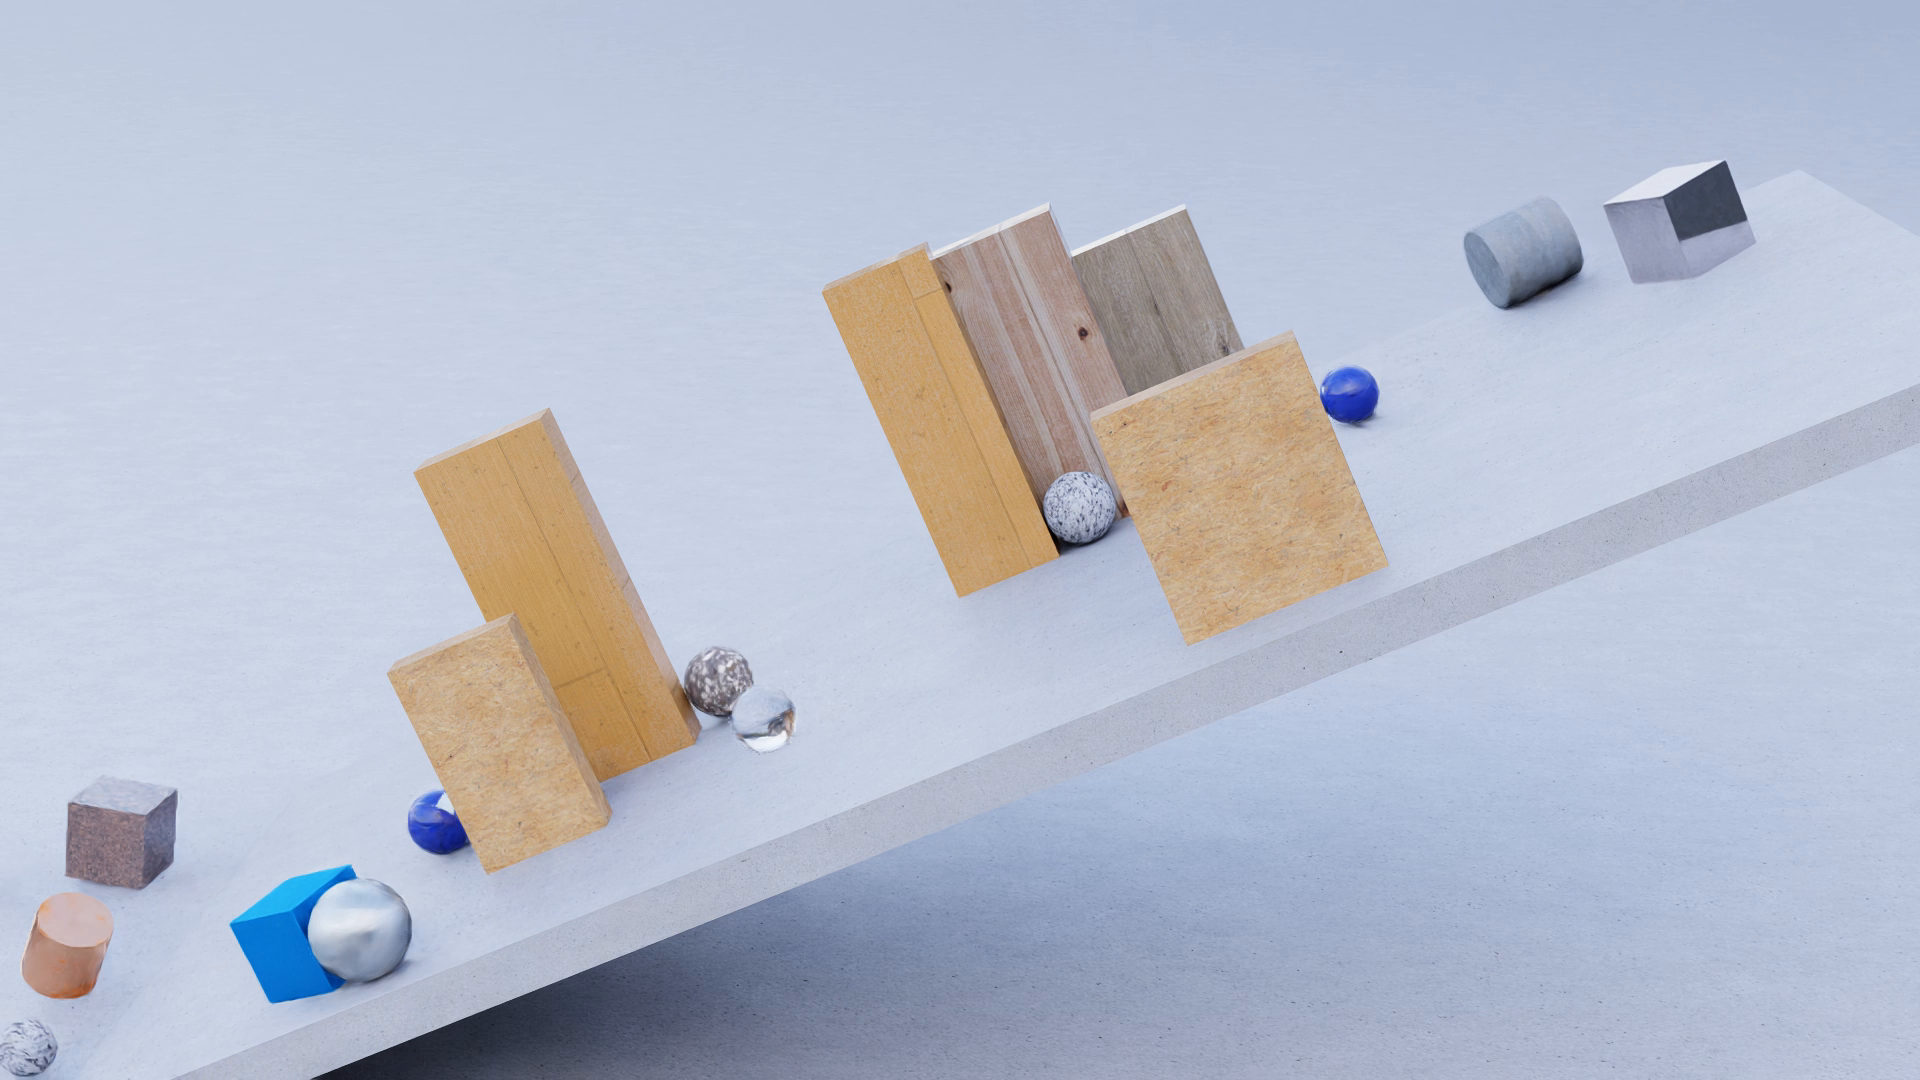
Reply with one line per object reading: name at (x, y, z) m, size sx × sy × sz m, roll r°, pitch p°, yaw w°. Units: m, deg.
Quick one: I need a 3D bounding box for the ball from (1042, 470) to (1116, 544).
ball at (0.262, -0.072, 6.441) m, size 0.160 × 0.160 × 0.160 m, roll 0°, pitch 15°, yaw 0°

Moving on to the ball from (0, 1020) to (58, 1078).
ball at (-1.907, 1.039, 6.014) m, size 0.118 × 0.118 × 0.118 m, roll 0°, pitch 15°, yaw 0°

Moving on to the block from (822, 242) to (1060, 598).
block at (-0.037, -0.260, 6.426) m, size 0.242 × 0.740 × 0.101 m, roll -22°, pitch 13°, yaw 8°

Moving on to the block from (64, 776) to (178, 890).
block at (-2.032, 0.709, 7.131) m, size 0.194 × 0.194 × 0.194 m, roll 9°, pitch 16°, yaw 6°

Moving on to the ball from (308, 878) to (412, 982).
ball at (-1.141, 0.741, 5.594) m, size 0.195 × 0.195 × 0.195 m, roll 0°, pitch 15°, yaw 0°

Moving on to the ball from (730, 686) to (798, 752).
ball at (-0.395, 0.360, 5.932) m, size 0.134 × 0.134 × 0.134 m, roll 0°, pitch 15°, yaw 0°

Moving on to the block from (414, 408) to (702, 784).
block at (-0.848, 0.132, 6.240) m, size 0.294 × 0.768 × 0.114 m, roll -22°, pitch 13°, yaw 8°

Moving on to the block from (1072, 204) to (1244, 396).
block at (0.473, -0.479, 6.896) m, size 0.334 × 0.521 × 0.084 m, roll -22°, pitch 13°, yaw 8°

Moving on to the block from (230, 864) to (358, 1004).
block at (-1.267, 0.769, 5.741) m, size 0.181 × 0.181 × 0.181 m, roll -15°, pitch 15°, yaw 35°

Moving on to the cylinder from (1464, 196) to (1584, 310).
cylinder at (1.318, -0.672, 6.880) m, size 0.199 × 0.199 × 0.199 m, roll -26°, pitch 19°, yaw -8°

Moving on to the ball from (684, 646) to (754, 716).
ball at (-0.522, 0.305, 6.355) m, size 0.150 × 0.150 × 0.150 m, roll 0°, pitch 15°, yaw 0°

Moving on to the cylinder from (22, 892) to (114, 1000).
cylinder at (-1.948, 0.886, 6.420) m, size 0.165 × 0.165 × 0.165 m, roll 18°, pitch 33°, yaw -12°

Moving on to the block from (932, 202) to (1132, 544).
block at (0.198, -0.363, 6.518) m, size 0.296 × 0.697 × 0.131 m, roll -22°, pitch 13°, yaw 8°

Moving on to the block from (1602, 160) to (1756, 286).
block at (1.588, -0.700, 6.497) m, size 0.199 × 0.199 × 0.199 m, roll -30°, pitch 14°, yaw -23°

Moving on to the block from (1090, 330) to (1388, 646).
block at (0.511, -0.094, 5.381) m, size 0.397 × 0.459 × 0.081 m, roll -22°, pitch 13°, yaw 8°

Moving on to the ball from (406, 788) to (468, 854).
ball at (-1.101, 0.597, 6.239) m, size 0.142 × 0.142 × 0.142 m, roll 0°, pitch 15°, yaw 0°

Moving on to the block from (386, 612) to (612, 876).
block at (-0.926, 0.411, 5.937) m, size 0.269 × 0.464 × 0.087 m, roll -22°, pitch 13°, yaw 8°

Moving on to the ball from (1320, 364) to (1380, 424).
ball at (0.853, -0.319, 6.443) m, size 0.130 × 0.130 × 0.130 m, roll 0°, pitch 15°, yaw 0°

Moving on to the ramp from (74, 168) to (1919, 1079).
ramp at (0.130, 0.171, 6.286) m, size 4.000 × 0.100 × 2.000 m, roll -22°, pitch 13°, yaw 8°
